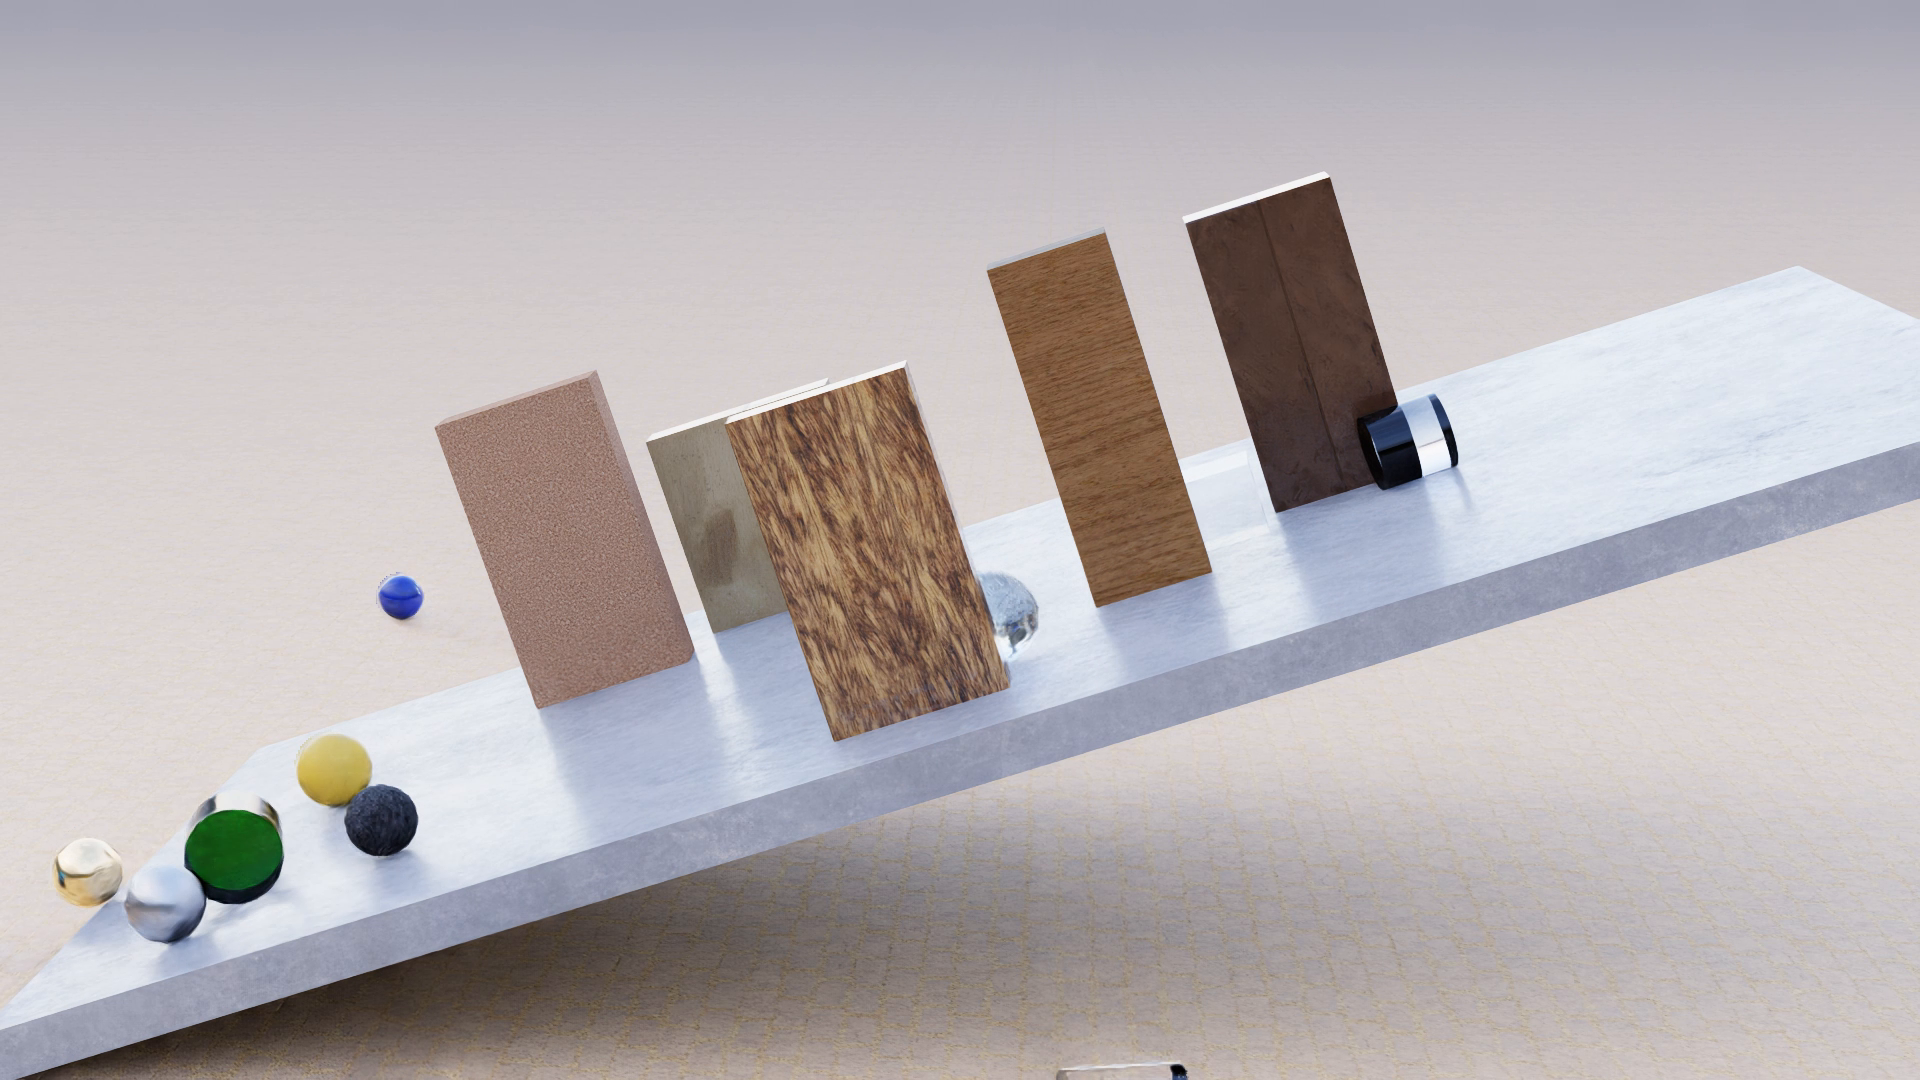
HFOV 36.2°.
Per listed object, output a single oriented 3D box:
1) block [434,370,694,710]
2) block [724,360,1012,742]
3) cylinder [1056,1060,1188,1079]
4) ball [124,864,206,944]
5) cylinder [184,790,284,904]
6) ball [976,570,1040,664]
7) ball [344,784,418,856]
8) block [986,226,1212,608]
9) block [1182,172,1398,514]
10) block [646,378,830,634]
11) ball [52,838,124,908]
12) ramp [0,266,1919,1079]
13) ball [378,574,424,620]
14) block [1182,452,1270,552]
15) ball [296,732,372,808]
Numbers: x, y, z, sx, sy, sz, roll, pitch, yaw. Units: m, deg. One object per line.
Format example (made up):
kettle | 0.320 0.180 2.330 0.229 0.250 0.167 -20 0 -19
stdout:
block | -0.907 0.000 6.781 0.372 0.695 0.124 -17 11 5
block | -0.170 0.023 5.550 0.353 0.641 0.088 -17 11 5
cylinder | 0.283 1.012 5.087 0.207 0.207 0.207 -2 12 -9
ball | -1.547 0.708 5.729 0.153 0.153 0.153 0 12 0
cylinder | -1.458 0.617 5.914 0.193 0.193 0.193 -3 7 -13
ball | 0.058 0.154 5.725 0.193 0.193 0.193 0 12 0
ball | -1.151 0.558 5.851 0.143 0.143 0.143 0 12 0
block | 0.283 -0.247 5.944 0.246 0.720 0.119 -17 11 5
block | 0.725 -0.421 6.274 0.315 0.651 0.135 -17 11 5
block | -0.450 -0.080 6.989 0.445 0.486 0.112 -17 11 5
ball | -1.861 0.710 6.274 0.148 0.148 0.148 0 12 0
ramp | 0.102 0.182 6.309 4.000 0.100 2.000 -17 11 5
ball | -1.763 0.180 9.285 0.140 0.140 0.140 0 12 0
block | 0.553 -0.080 6.192 0.152 0.152 0.152 -17 11 7
ball | -1.371 0.503 6.449 0.164 0.164 0.164 0 12 0
